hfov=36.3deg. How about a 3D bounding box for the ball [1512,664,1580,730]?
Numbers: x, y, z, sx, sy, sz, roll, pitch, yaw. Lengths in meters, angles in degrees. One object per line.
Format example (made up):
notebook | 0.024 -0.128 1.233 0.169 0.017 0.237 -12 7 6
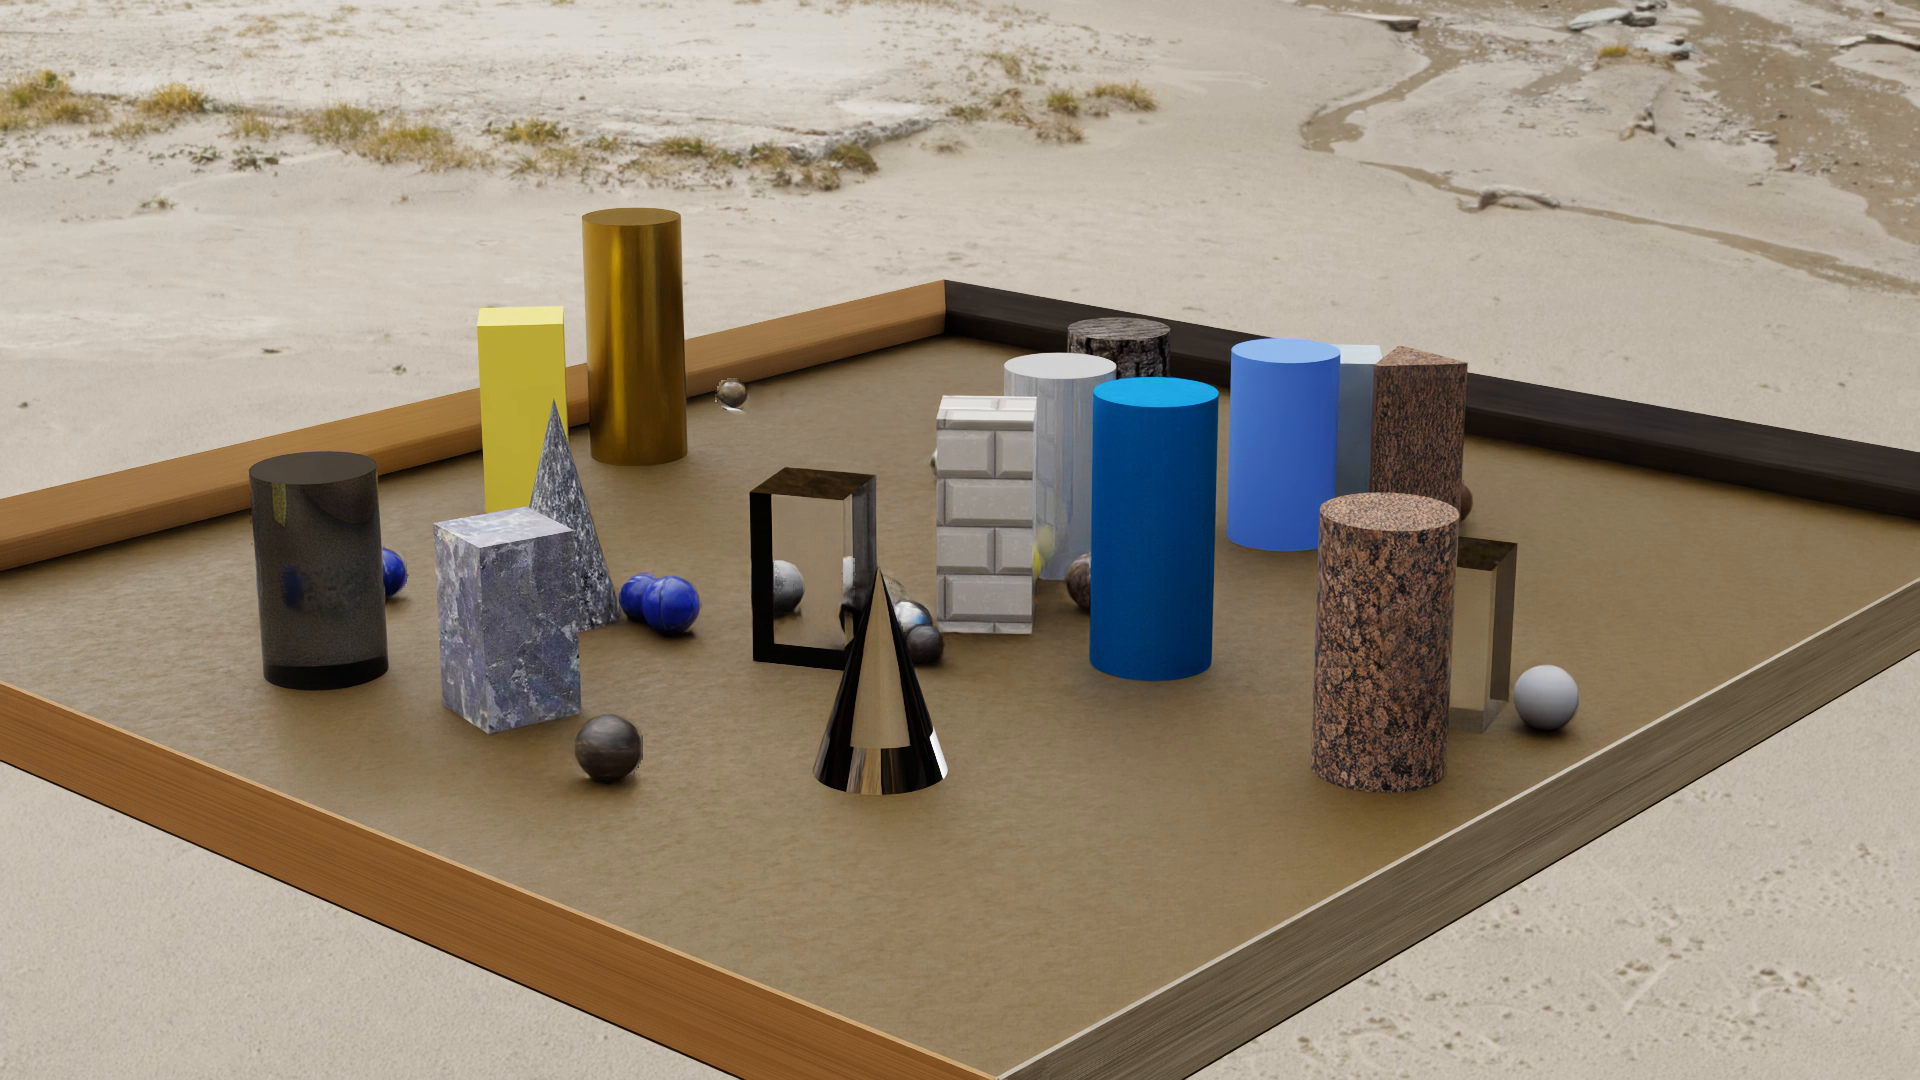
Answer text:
ball | 0.896 0.241 4.484 0.100 0.100 0.100 0 17 0

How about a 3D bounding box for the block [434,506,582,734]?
block | -0.700 0.122 4.537 0.160 0.297 0.160 -11 20 -33

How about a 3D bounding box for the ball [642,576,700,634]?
ball | -0.486 0.109 4.924 0.098 0.098 0.098 0 17 0

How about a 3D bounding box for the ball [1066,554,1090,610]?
ball | 0.232 0.071 5.048 0.099 0.099 0.099 0 17 0

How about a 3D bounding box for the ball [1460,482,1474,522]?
ball | 0.927 -0.073 5.547 0.087 0.087 0.087 0 17 0

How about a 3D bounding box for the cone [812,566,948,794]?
cone | -0.118 0.187 4.283 0.200 0.319 0.200 0 17 0

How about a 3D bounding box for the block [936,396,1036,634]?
block | 0.046 -0.044 4.959 0.160 0.370 0.160 1 17 3

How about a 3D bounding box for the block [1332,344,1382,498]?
block | 0.736 -0.227 5.722 0.160 0.281 0.160 1 17 4

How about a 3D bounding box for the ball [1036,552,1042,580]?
ball | 0.101 0.044 5.162 0.085 0.085 0.085 0 17 0

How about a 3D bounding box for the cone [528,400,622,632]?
cone | -0.681 -0.055 4.974 0.200 0.384 0.200 0 17 0

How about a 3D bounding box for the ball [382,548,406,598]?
ball | -1.010 0.058 5.112 0.087 0.087 0.087 0 17 0

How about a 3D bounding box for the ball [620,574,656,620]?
ball | -0.541 0.098 4.996 0.078 0.078 0.078 0 17 0

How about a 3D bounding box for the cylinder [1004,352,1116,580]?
cylinder | 0.178 -0.134 5.261 0.200 0.368 0.200 0 17 0

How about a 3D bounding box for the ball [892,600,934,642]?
ball | -0.087 0.141 4.842 0.084 0.084 0.084 0 17 0

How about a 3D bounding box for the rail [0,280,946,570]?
rail | -1.036 -0.227 5.981 0.045 0.130 3.097 14 22 39

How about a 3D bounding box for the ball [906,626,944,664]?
ball | -0.057 0.170 4.781 0.063 0.063 0.063 0 17 0

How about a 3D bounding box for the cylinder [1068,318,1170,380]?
cylinder | 0.309 -0.255 5.740 0.200 0.325 0.200 0 17 0

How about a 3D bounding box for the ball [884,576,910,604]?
ball | -0.132 0.108 4.930 0.096 0.096 0.096 0 17 0

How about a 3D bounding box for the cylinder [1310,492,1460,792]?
cylinder | 0.618 0.148 4.281 0.200 0.395 0.200 0 17 0

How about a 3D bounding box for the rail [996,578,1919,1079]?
rail | 1.036 0.292 4.258 0.045 0.130 3.097 14 22 39

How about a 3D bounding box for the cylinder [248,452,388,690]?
cylinder | -1.028 0.048 4.708 0.200 0.340 0.200 0 17 0

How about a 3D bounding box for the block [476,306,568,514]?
block | -0.839 -0.251 5.651 0.160 0.369 0.160 -2 17 -7

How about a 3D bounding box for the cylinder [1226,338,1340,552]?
cylinder | 0.598 -0.178 5.430 0.200 0.355 0.200 0 17 0

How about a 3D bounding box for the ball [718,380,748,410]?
ball | -0.496 -0.315 6.389 0.065 0.065 0.065 0 17 0

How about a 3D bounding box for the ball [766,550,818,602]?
ball | -0.292 0.063 5.089 0.092 0.092 0.092 0 17 0

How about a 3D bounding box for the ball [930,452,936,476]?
ball | -0.027 -0.153 5.849 0.066 0.066 0.066 0 17 0

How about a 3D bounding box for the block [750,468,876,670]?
block | -0.238 0.046 4.806 0.160 0.287 0.160 5 18 17

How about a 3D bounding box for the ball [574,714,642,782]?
ball | -0.513 0.303 4.279 0.098 0.098 0.098 0 17 0

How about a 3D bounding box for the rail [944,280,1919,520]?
rail | 1.000 -0.300 6.222 2.792 0.130 0.045 14 22 39

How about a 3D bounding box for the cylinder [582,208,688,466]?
cylinder | -0.662 -0.415 5.978 0.200 0.494 0.200 0 17 0

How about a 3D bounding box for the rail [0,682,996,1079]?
rail | -1.000 0.365 4.017 2.792 0.130 0.045 14 22 39

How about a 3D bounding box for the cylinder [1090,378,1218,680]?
cylinder | 0.312 -0.019 4.735 0.200 0.453 0.200 0 17 0

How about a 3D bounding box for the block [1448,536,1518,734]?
block | 0.757 0.141 4.537 0.160 0.260 0.160 7 18 23

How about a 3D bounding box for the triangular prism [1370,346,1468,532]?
triangular prism | 0.837 -0.184 5.491 0.173 0.333 0.150 -2 17 -6
